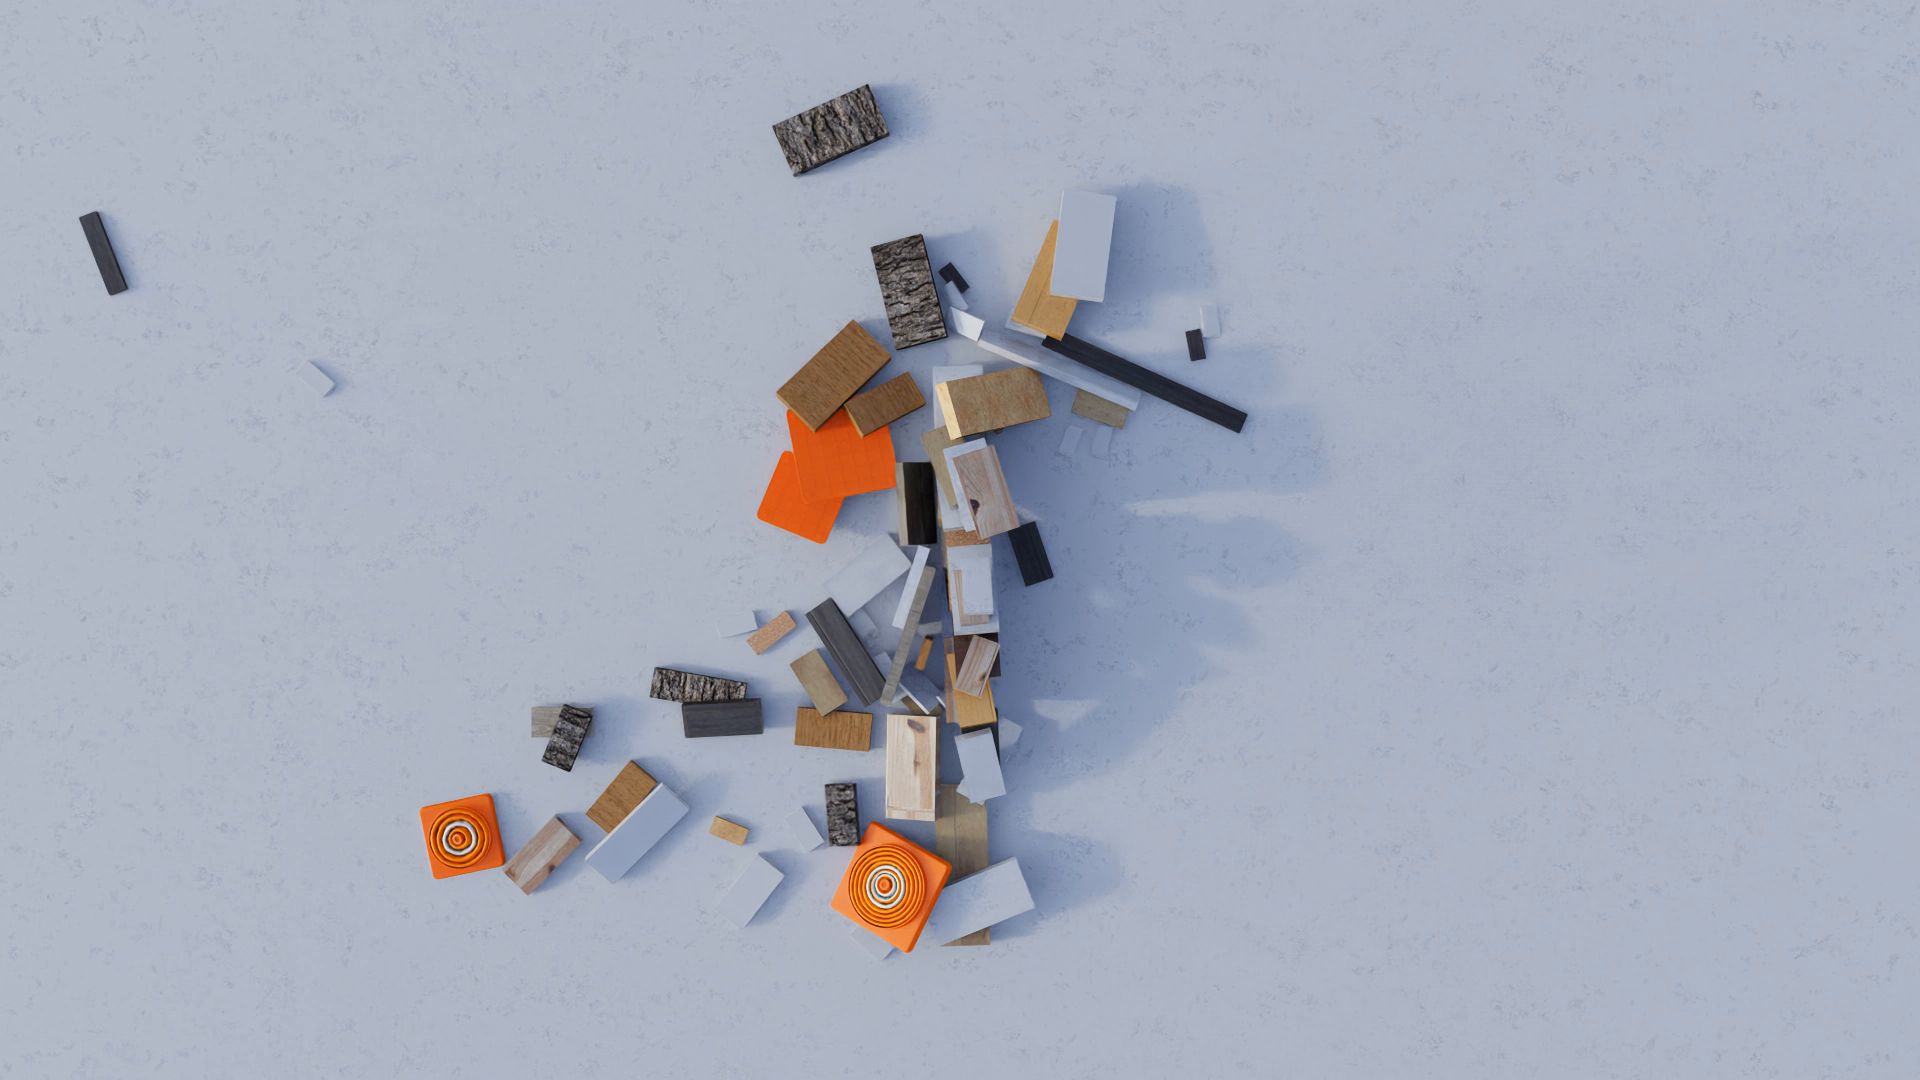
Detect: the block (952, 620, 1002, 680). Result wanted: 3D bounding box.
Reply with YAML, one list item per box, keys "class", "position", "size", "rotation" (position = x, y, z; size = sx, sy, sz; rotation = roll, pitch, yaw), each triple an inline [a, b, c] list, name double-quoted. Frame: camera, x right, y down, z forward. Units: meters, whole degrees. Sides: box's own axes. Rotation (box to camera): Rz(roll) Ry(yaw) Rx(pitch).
- class: "block"
  position: [0.050, 0.306, 5.309]
  size: [0.143, 0.041, 0.286]
  rotation: [-4, 76, -1]

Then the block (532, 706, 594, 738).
- class: "block"
  position: [-1.322, 0.606, 5.486]
  size: [0.200, 0.028, 0.100]
  rotation: [0, 90, 0]

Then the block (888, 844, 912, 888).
- class: "block"
  position: [-0.199, 1.083, 5.490]
  size: [0.069, 0.020, 0.138]
  rotation: [7, 90, 0]

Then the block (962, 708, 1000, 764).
- class: "block"
  position: [0.067, 0.661, 5.367]
  size: [0.120, 0.034, 0.239]
  rotation: [-3, 115, -1]

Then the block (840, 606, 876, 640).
- class: "block"
  position: [-0.337, 0.262, 5.491]
  size: [0.063, 0.018, 0.126]
  rotation: [-37, 90, 0]

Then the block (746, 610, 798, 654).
- class: "block"
  position: [-0.627, 0.309, 5.491]
  size: [0.165, 0.018, 0.063]
  rotation: [-38, 90, 0]

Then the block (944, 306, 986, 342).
- class: "block"
  position: [0.014, -0.716, 5.457]
  size: [0.140, 0.020, 0.070]
  rotation: [27, 107, 20]

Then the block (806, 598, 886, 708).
- class: "block"
  position: [-0.369, 0.372, 5.460]
  size: [0.103, 0.029, 0.369]
  rotation: [-34, 84, 7]

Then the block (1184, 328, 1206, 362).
- class: "block"
  position: [0.784, -0.649, 5.493]
  size: [0.051, 0.014, 0.102]
  rotation: [-11, 90, 0]

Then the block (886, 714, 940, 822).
- class: "block"
  position: [-0.154, 0.749, 5.450]
  size: [0.171, 0.048, 0.342]
  rotation: [1, 90, 19]

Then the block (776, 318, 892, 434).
- class: "block"
  position: [-0.415, -0.540, 5.435]
  size: [0.179, 0.051, 0.357]
  rotation: [44, 79, 3]

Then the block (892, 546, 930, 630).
- class: "block"
  position: [-0.159, 0.153, 5.431]
  size: [0.039, 0.138, 0.275]
  rotation: [19, 90, 0]

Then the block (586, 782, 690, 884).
- class: "block"
  position: [-1.068, 0.972, 5.465]
  size: [0.355, 0.035, 0.125]
  rotation: [-44, 107, 0]

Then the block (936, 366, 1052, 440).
- class: "block"
  position: [0.113, -0.449, 5.334]
  size: [0.430, 0.051, 0.179]
  rotation: [-16, 90, -43]

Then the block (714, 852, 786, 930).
- class: "block"
  position: [-0.697, 1.168, 5.484]
  size: [0.115, 0.033, 0.230]
  rotation: [38, 90, 0]

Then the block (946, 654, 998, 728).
- class: "block"
  position: [0.037, 0.477, 5.304]
  size: [0.120, 0.034, 0.239]
  rotation: [-10, 76, -2]

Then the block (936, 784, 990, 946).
- class: "block"
  position: [0.008, 1.076, 5.476]
  size: [0.171, 0.048, 0.530]
  rotation: [-2, 90, 0]

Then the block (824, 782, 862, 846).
- class: "block"
  position: [-0.389, 0.911, 5.469]
  size: [0.103, 0.029, 0.205]
  rotation: [-5, 90, 19]

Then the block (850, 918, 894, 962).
- class: "block"
  position: [-0.293, 1.332, 5.490]
  size: [0.138, 0.020, 0.069]
  rotation: [42, 90, 0]

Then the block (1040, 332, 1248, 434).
- class: "block"
  position: [0.613, -0.533, 5.490]
  size: [0.722, 0.020, 0.070]
  rotation: [24, 90, 0]

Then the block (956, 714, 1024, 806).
- class: "block"
  position: [0.099, 0.726, 5.455]
  size: [0.099, 0.028, 0.288]
  rotation: [28, 79, 6]

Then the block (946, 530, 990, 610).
- class: "block"
  position: [0.026, 0.023, 5.359]
  size: [0.143, 0.041, 0.419]
  rotation: [-3, 68, -1]

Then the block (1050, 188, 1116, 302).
- class: "block"
  position: [0.404, -0.967, 5.419]
  size: [0.174, 0.049, 0.348]
  rotation: [8, 83, -2]

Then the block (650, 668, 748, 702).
- class: "block"
  position: [-0.870, 0.499, 5.486]
  size: [0.310, 0.028, 0.100]
  rotation: [10, 90, 0]

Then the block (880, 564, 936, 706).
- class: "block"
  position: [-0.170, 0.313, 5.385]
  size: [0.039, 0.138, 0.457]
  rotation: [18, 78, 0]

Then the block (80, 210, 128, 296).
- class: "block"
  position: [-2.852, -0.954, 5.491]
  size: [0.060, 0.017, 0.278]
  rotation: [-21, 90, 0]

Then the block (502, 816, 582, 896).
- class: "block"
  position: [-1.389, 1.047, 5.482]
  size: [0.125, 0.035, 0.249]
  rotation: [44, 90, 0]

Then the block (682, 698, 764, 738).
- class: "block"
  position: [-0.785, 0.590, 5.462]
  size: [0.260, 0.033, 0.115]
  rotation: [-3, 105, 4]

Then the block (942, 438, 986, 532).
- class: "block"
  position: [0.048, -0.174, 5.224]
  size: [0.135, 0.038, 0.271]
  rotation: [-16, 90, -5]

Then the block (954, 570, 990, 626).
- class: "block"
  position: [0.036, 0.179, 5.217]
  size: [0.091, 0.026, 0.182]
  rotation: [-6, 68, -2]

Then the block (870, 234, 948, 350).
- class: "block"
  position: [-0.168, -0.821, 5.464]
  size: [0.174, 0.049, 0.348]
  rotation: [-14, 90, 8]

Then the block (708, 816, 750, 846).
- class: "block"
  position: [-0.769, 0.969, 5.491]
  size: [0.121, 0.017, 0.060]
  rotation: [22, 90, 0]

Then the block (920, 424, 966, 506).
- class: "block"
  position: [-0.023, -0.243, 5.257]
  size: [0.123, 0.035, 0.247]
  rotation: [-23, 91, -5]

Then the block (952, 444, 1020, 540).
- class: "block"
  position: [0.082, -0.150, 5.188]
  size: [0.135, 0.038, 0.271]
  rotation: [-18, 91, -5]

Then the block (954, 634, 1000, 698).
- class: "block"
  position: [0.055, 0.402, 5.251]
  size: [0.091, 0.026, 0.182]
  rotation: [20, 77, 5]

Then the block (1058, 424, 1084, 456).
- class: "block"
  position: [0.369, -0.333, 5.493]
  size: [0.051, 0.014, 0.102]
  rotation: [23, 90, 0]

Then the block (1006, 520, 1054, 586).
- class: "block"
  position: [0.234, 0.046, 5.486]
  size: [0.099, 0.028, 0.198]
  rotation: [-19, 90, 0]
